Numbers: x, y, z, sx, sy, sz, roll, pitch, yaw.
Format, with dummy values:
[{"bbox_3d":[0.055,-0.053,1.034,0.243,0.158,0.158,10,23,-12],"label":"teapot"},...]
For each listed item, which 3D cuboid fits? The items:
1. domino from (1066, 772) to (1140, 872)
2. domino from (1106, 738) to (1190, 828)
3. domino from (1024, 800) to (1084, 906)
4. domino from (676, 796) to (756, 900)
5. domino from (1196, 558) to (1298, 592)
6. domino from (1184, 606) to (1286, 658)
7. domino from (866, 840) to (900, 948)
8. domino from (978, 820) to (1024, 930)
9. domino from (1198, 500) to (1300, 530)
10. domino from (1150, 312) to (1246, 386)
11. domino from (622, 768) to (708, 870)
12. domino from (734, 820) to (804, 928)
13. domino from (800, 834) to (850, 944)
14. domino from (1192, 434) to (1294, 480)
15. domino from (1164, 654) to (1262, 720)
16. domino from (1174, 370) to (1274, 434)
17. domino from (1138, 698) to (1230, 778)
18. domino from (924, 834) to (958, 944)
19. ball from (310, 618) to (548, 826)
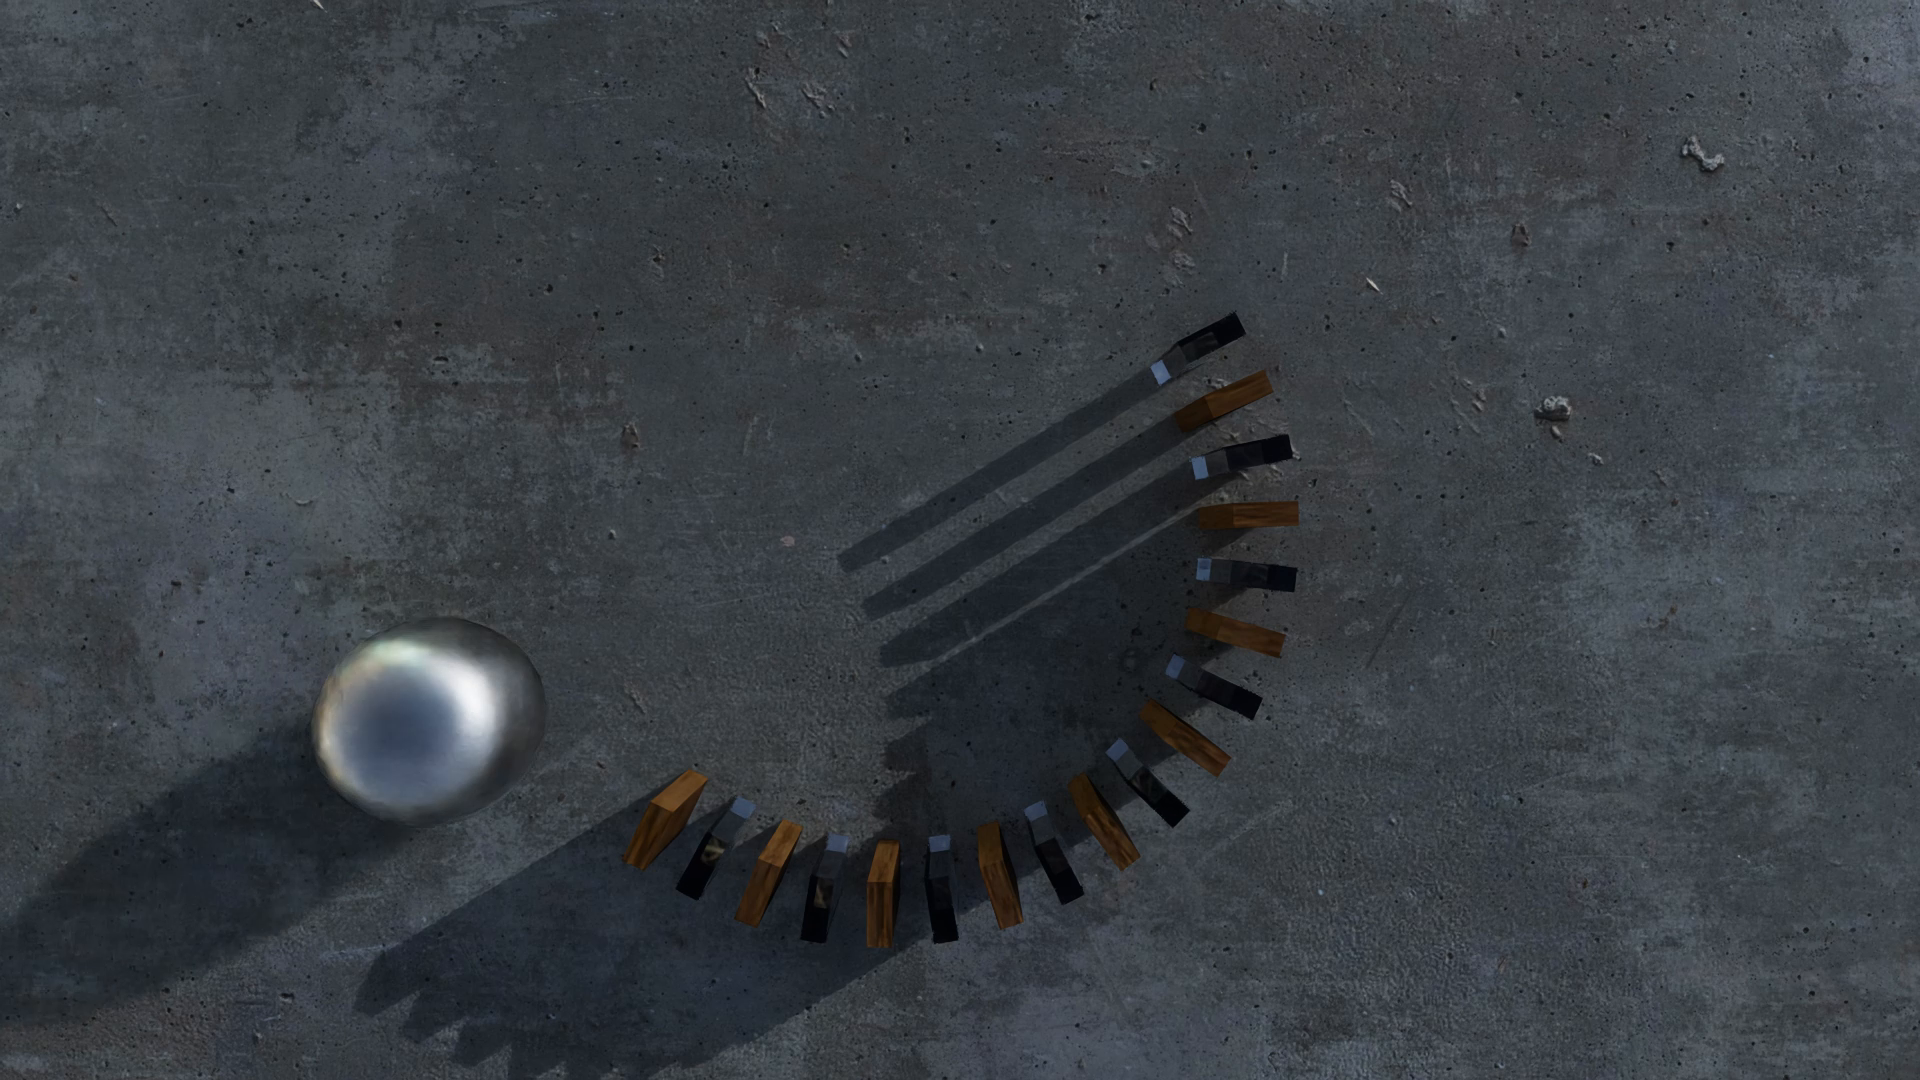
[{"bbox_3d":[0.058,0.114,0.375,0.009,0.050,0.025,-37,90,0],"label":"domino"},{"bbox_3d":[0.076,0.098,0.375,0.025,0.050,0.010,44,90,0],"label":"domino"},{"bbox_3d":[0.038,0.126,0.375,0.009,0.050,0.025,-27,90,0],"label":"domino"},{"bbox_3d":[-0.099,0.125,0.375,0.010,0.050,0.025,28,90,0],"label":"domino"},{"bbox_3d":[0.116,0.014,0.375,0.025,0.050,0.010,7,90,0],"label":"domino"},{"bbox_3d":[0.111,0.037,0.375,0.025,0.050,0.010,17,90,0],"label":"domino"},{"bbox_3d":[-0.031,0.143,0.375,0.009,0.050,0.025,0,90,0],"label":"domino"},{"bbox_3d":[0.016,0.136,0.375,0.010,0.050,0.025,-18,90,0],"label":"domino"},{"bbox_3d":[0.117,-0.010,0.375,0.025,0.050,0.009,-2,90,0],"label":"domino"},{"bbox_3d":[0.096,-0.077,0.375,0.025,0.050,0.009,-27,90,0],"label":"domino"},{"bbox_3d":[-0.120,0.113,0.375,0.010,0.050,0.025,26,90,0],"label":"domino"},{"bbox_3d":[-0.077,0.135,0.375,0.009,0.050,0.025,22,90,0],"label":"domino"},{"bbox_3d":[-0.054,0.141,0.375,0.009,0.050,0.025,9,90,0],"label":"domino"},{"bbox_3d":[0.114,-0.033,0.375,0.025,0.050,0.010,-11,90,0],"label":"domino"},{"bbox_3d":[0.103,0.059,0.375,0.025,0.050,0.010,25,90,0],"label":"domino"},{"bbox_3d":[0.107,-0.056,0.375,0.025,0.050,0.010,-24,90,0],"label":"domino"},{"bbox_3d":[0.091,0.080,0.375,0.025,0.050,0.010,35,90,0],"label":"domino"},{"bbox_3d":[-0.007,0.141,0.375,0.010,0.050,0.025,-9,90,0],"label":"domino"},{"bbox_3d":[-0.206,0.070,0.360,0.080,0.080,0.080,0,90,0],"label":"ball"}]
